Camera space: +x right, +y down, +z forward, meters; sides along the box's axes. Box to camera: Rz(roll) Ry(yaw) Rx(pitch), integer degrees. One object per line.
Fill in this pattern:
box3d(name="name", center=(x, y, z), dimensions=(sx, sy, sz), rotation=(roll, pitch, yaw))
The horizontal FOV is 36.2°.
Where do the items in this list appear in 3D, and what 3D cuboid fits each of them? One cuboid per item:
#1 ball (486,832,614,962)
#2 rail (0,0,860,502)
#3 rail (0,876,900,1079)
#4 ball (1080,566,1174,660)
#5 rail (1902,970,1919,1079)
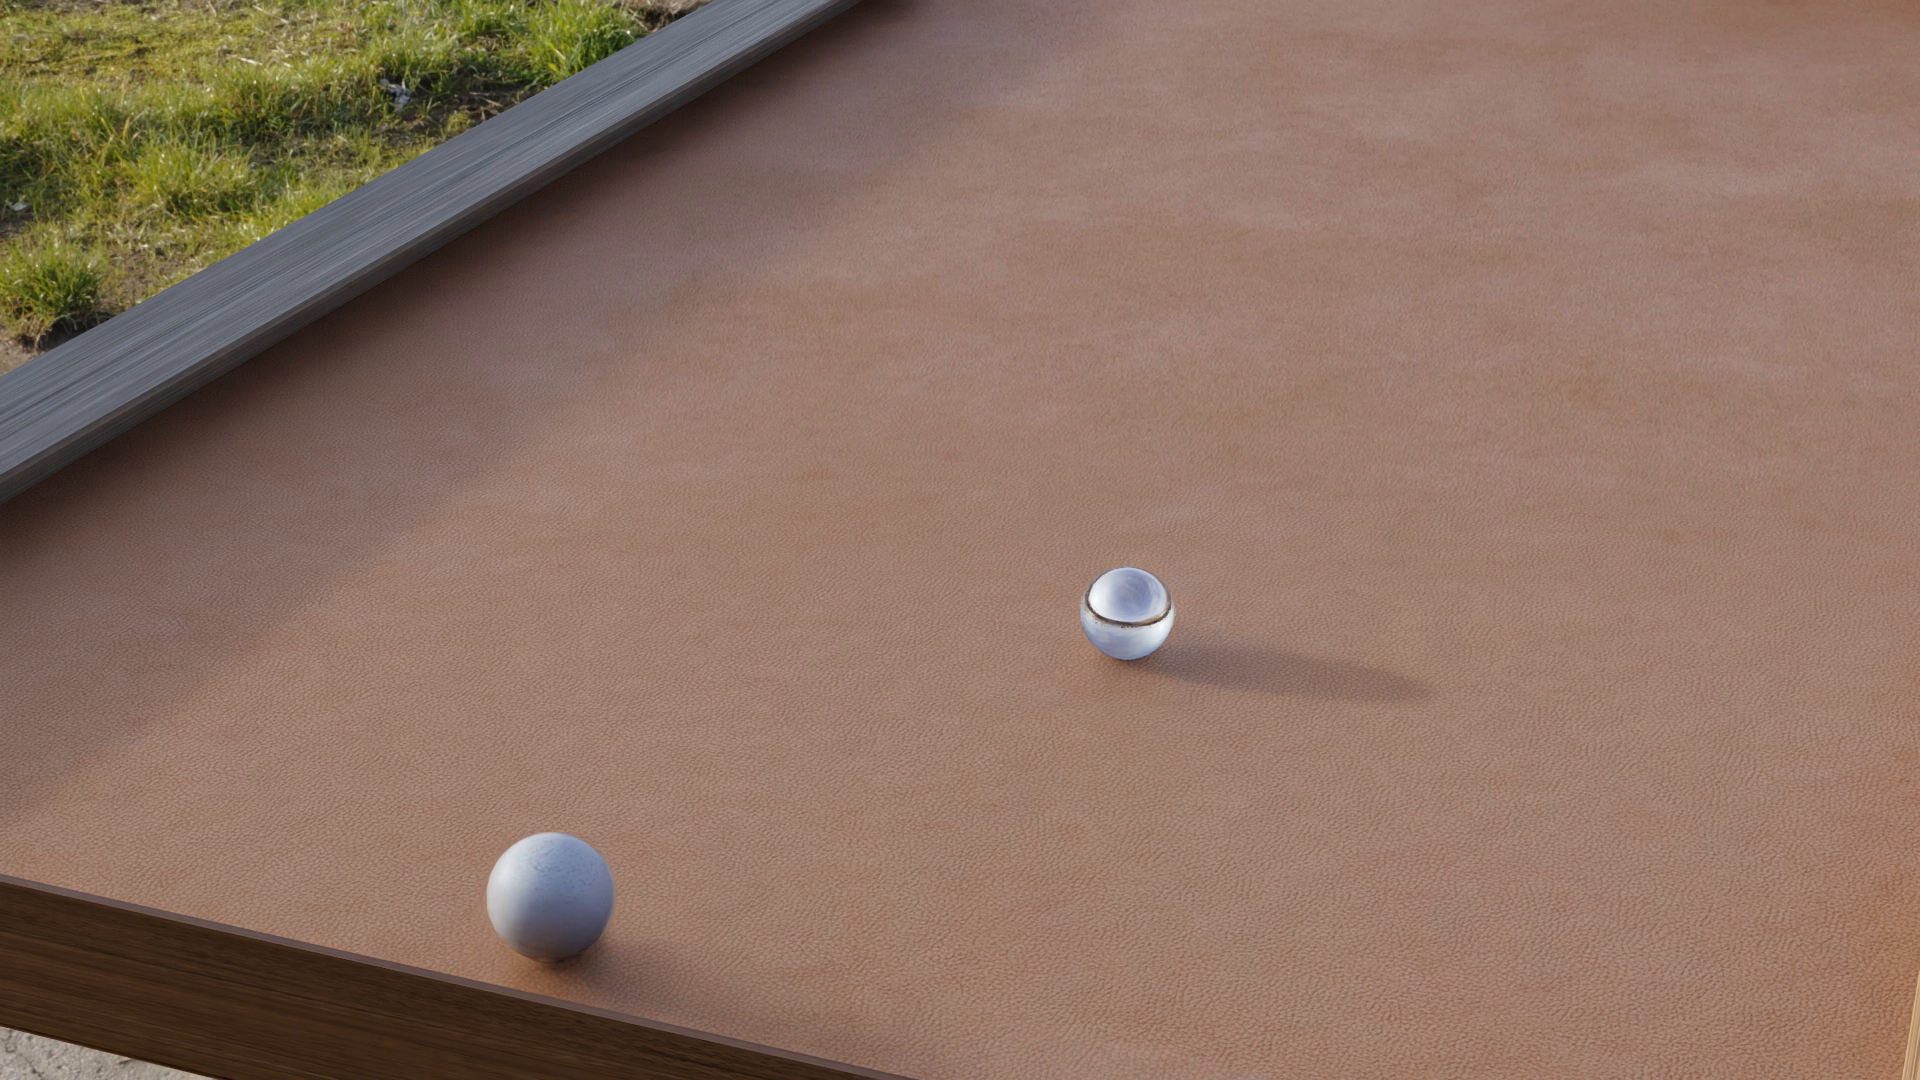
box3d(name="ball", center=(-0.212, 0.185, 1.524), dimensions=(0.066, 0.066, 0.066), rotation=(0, 24, 0))
box3d(name="rail", center=(-0.373, -0.363, 2.713), dimensions=(0.045, 0.088, 2.650), rotation=(9, 26, 19))
box3d(name="rail", center=(-0.230, 0.232, 1.391), dimensions=(1.359, 0.088, 0.045), rotation=(9, 26, 19))
box3d(name="ball", center=(0.105, 0.046, 1.842), dimensions=(0.059, 0.059, 0.059), rotation=(0, 24, 0))
box3d(name="rail", center=(0.850, -0.169, 2.282), dimensions=(0.045, 0.088, 2.650), rotation=(9, 26, 19))
